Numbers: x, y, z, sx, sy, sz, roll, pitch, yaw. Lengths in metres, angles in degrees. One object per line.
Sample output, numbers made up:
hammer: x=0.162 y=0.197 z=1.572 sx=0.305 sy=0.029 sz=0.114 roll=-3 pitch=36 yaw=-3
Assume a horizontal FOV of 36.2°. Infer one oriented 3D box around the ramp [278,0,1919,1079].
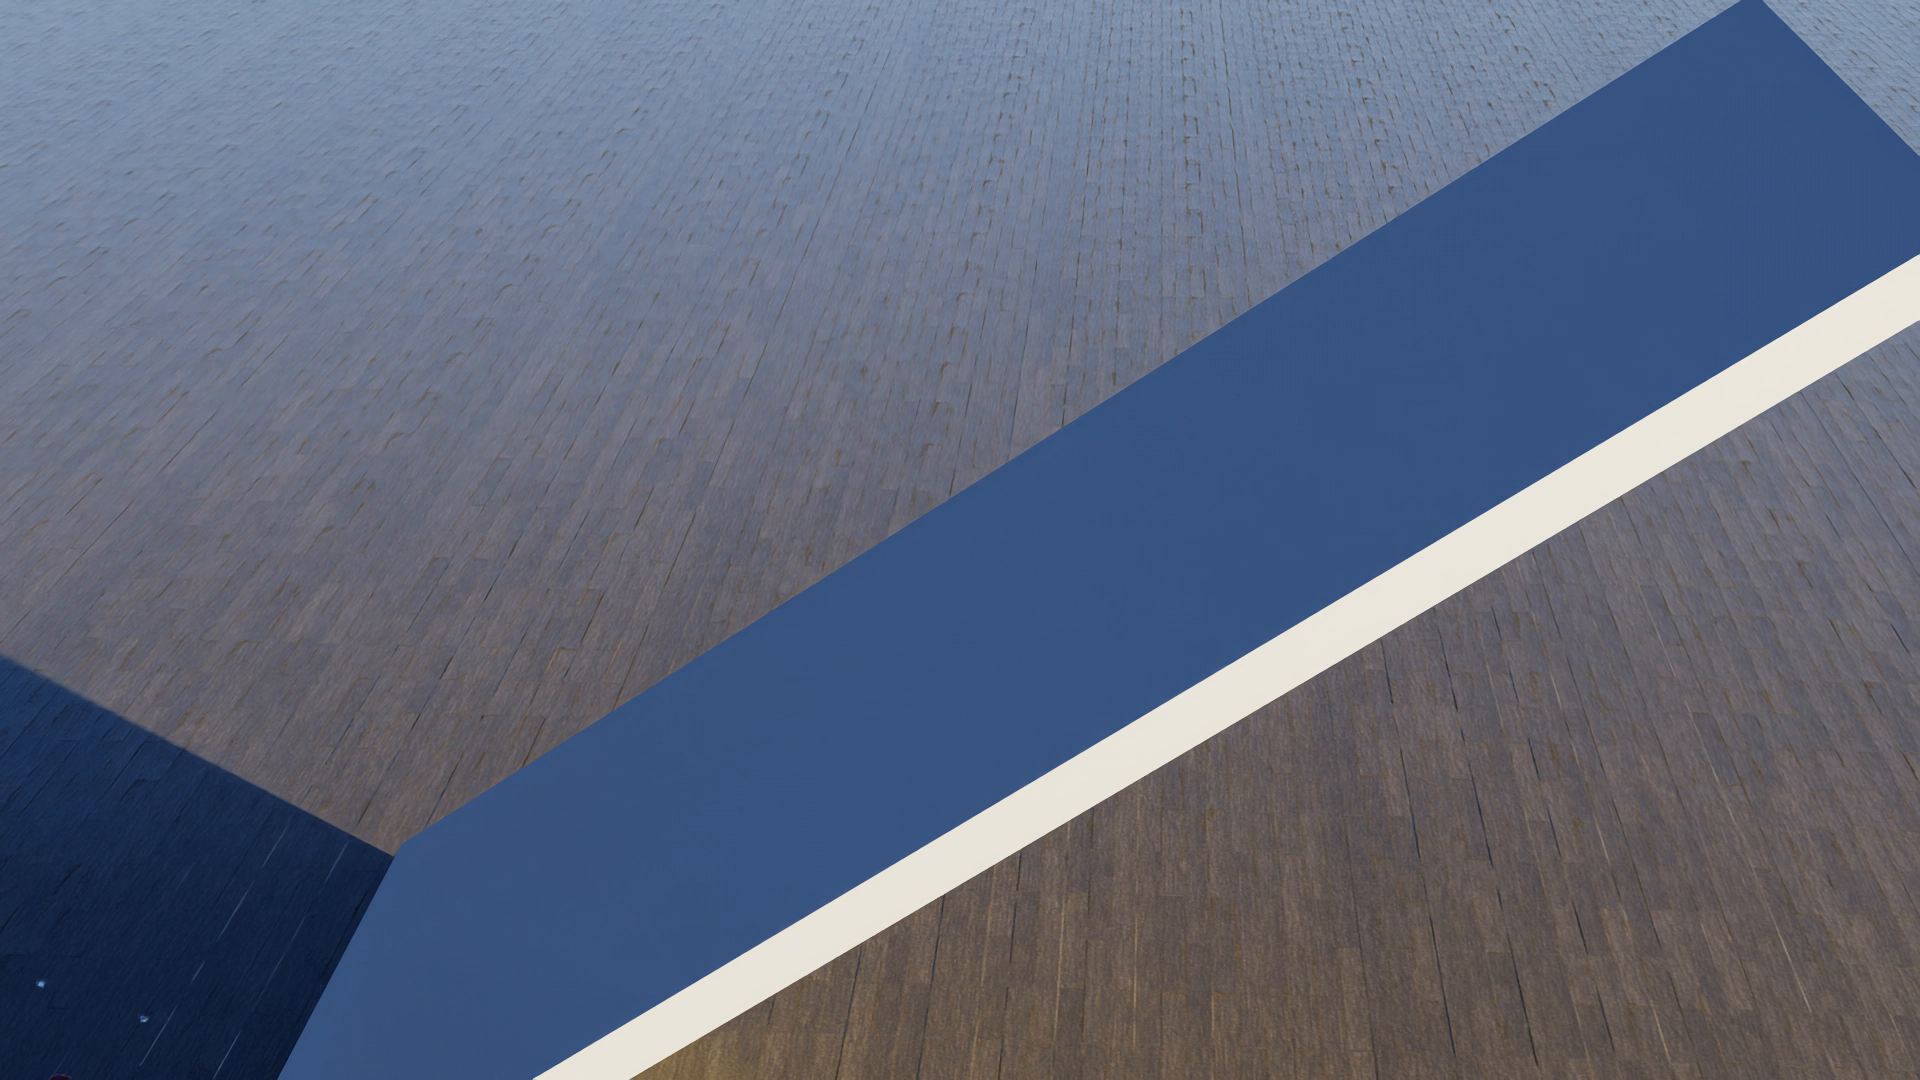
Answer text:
ramp: x=0.137 y=0.173 z=6.303 sx=4.000 sy=0.100 sz=2.000 roll=-32 pitch=16 yaw=15
